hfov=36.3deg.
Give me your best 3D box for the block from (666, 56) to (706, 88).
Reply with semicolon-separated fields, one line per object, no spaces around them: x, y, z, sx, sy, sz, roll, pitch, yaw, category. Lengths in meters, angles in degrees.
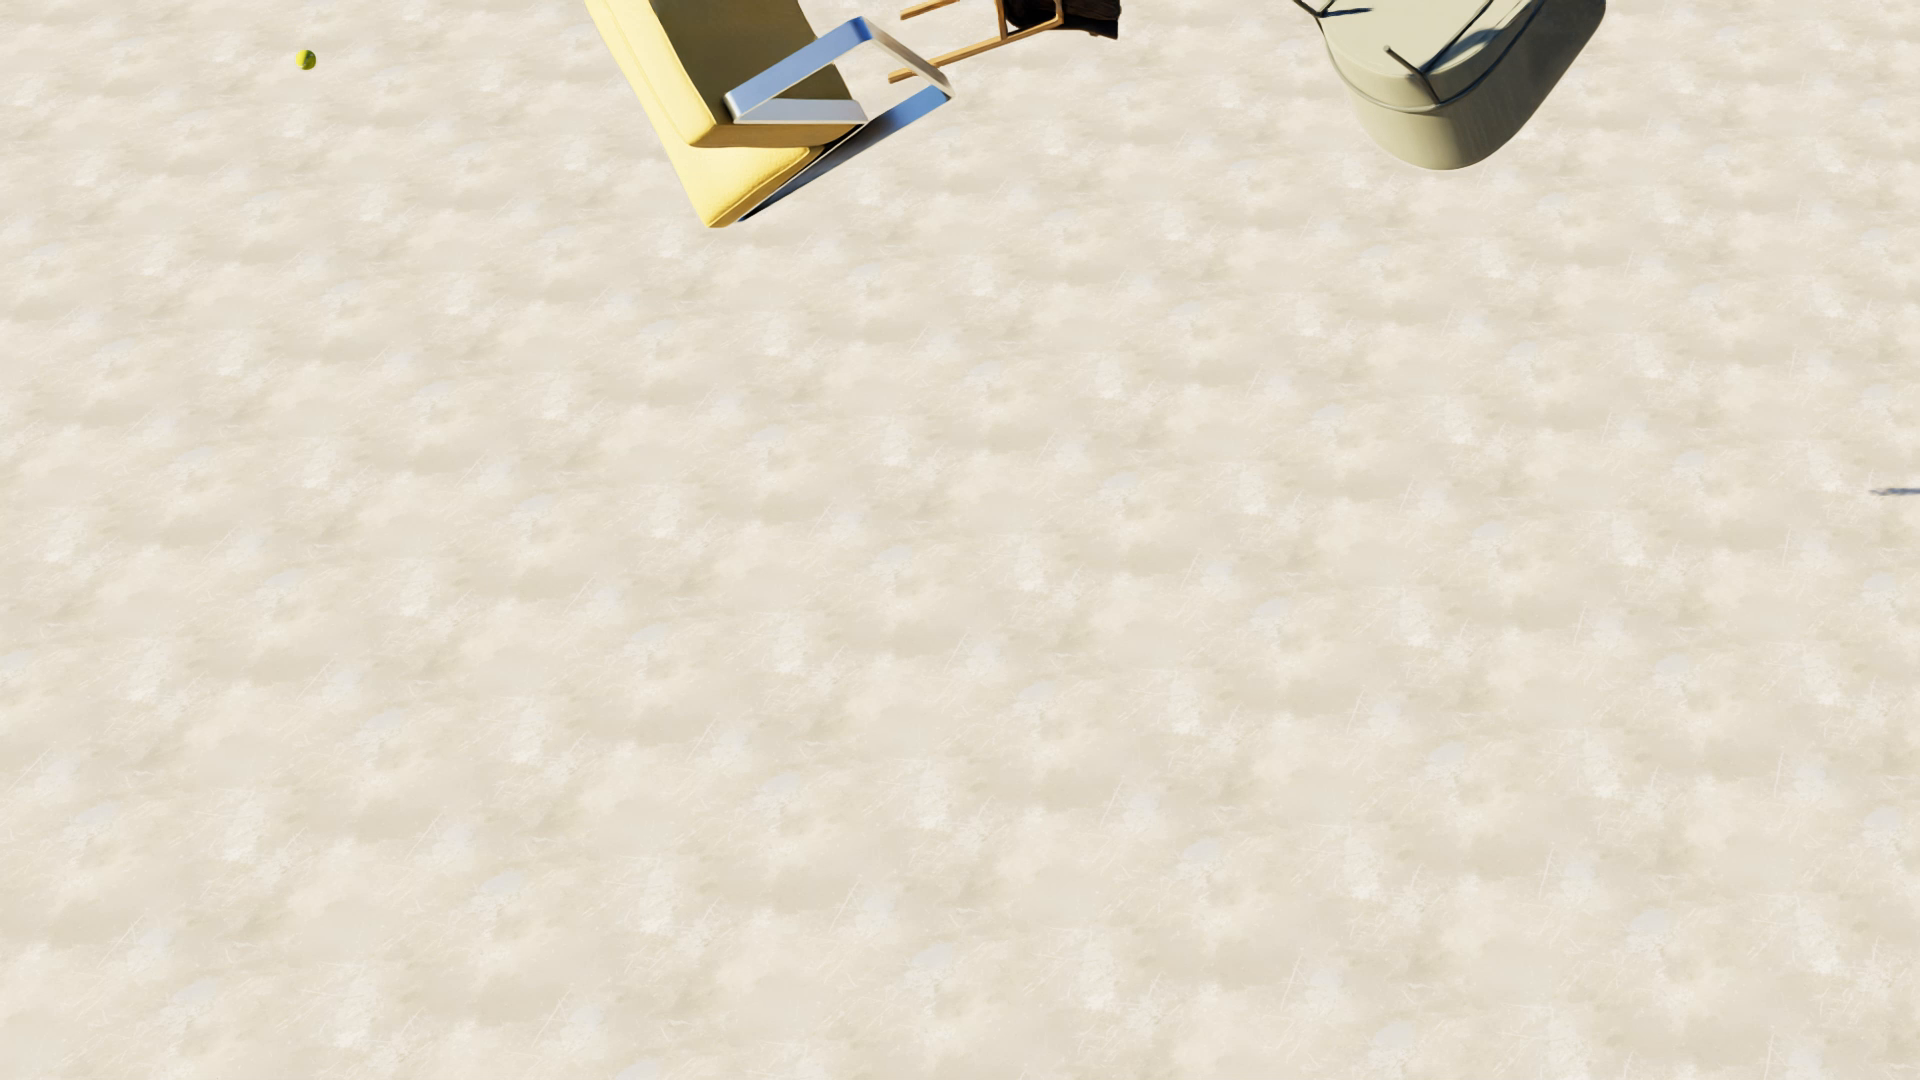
-0.867;-1.484;9.290;0.066;0.045;0.105;13;46;38;block
